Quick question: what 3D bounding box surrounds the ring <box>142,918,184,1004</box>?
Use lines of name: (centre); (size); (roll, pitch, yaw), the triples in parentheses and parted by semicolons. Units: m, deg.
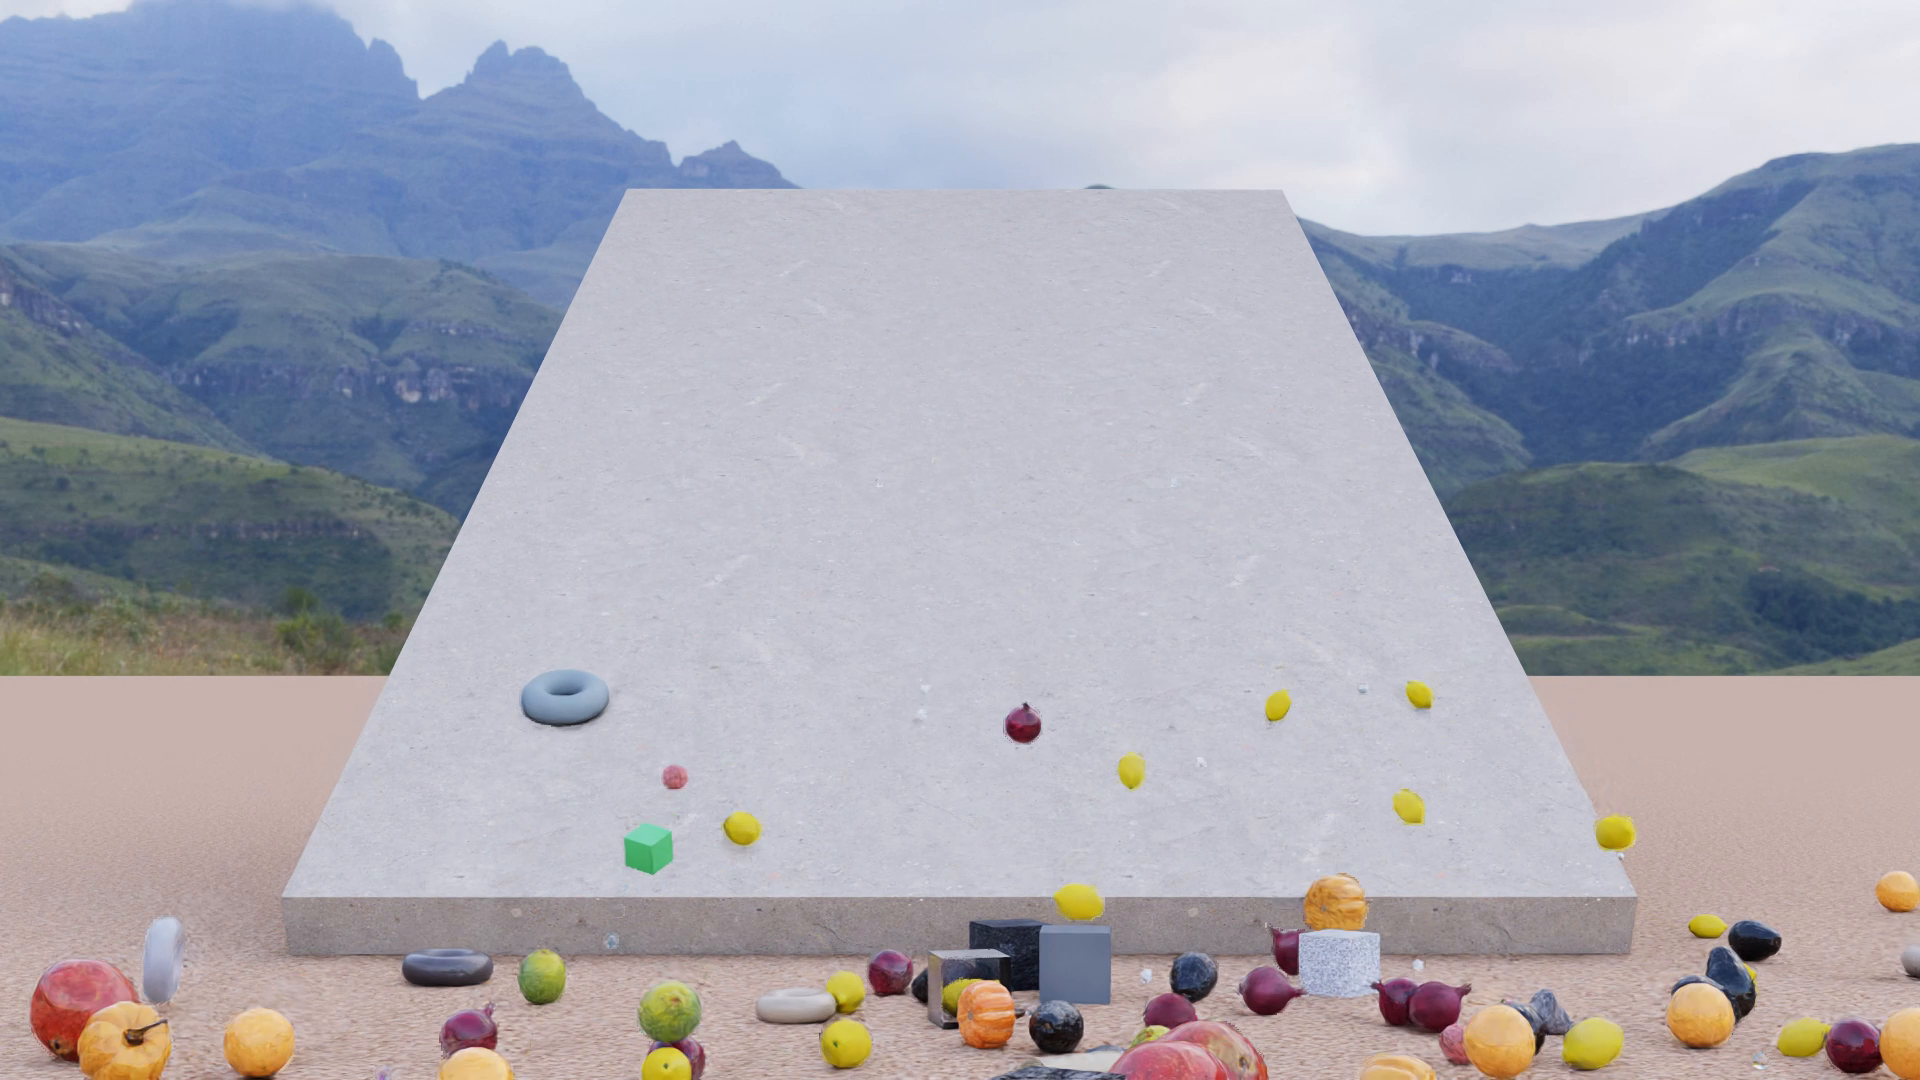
ring: (-0.994, 0.525, 2.896); (0.036, 0.107, 0.107); (6, -4, -9)

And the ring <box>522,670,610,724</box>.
ring: (-0.672, 0.267, 3.949); (0.149, 0.050, 0.149); (1, 24, -1)

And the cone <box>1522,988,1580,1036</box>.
cone: (0.698, 0.562, 2.701); (0.059, 0.059, 0.059); (28, -8, -9)

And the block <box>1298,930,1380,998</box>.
block: (0.500, 0.557, 3.055); (0.077, 0.077, 0.077); (-3, -4, 41)

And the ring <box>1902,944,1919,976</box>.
ring: (1.366, 0.582, 3.196); (0.128, 0.043, 0.128); (1, -4, 0)

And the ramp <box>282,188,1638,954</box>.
ramp: (-0.008, -0.227, 5.272); (2.000, 0.100, 4.000); (0, 24, 0)

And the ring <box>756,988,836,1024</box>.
ring: (-0.199, 0.566, 2.814); (0.098, 0.033, 0.098); (-1, -3, 0)

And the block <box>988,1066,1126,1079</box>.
block: (0.077, 0.486, 1.903); (0.089, 0.089, 0.089); (-2, -4, 30)

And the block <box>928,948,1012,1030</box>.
block: (0.011, 0.539, 2.787); (0.083, 0.083, 0.083); (1, -3, -14)

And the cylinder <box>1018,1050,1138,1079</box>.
cylinder: (0.103, 0.497, 2.048); (0.084, 0.084, 0.084); (2, -4, -28)

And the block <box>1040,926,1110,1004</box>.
block: (0.149, 0.547, 2.993); (0.089, 0.089, 0.089); (0, -3, 4)

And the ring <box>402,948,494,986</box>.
ring: (-0.695, 0.581, 3.150); (0.122, 0.041, 0.122); (1, -3, 0)

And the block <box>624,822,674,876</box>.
block: (-0.469, 0.465, 3.493); (0.051, 0.051, 0.051); (13, 27, 27)

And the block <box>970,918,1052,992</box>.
block: (0.068, 0.556, 3.108); (0.085, 0.085, 0.085); (1, -3, -22)
